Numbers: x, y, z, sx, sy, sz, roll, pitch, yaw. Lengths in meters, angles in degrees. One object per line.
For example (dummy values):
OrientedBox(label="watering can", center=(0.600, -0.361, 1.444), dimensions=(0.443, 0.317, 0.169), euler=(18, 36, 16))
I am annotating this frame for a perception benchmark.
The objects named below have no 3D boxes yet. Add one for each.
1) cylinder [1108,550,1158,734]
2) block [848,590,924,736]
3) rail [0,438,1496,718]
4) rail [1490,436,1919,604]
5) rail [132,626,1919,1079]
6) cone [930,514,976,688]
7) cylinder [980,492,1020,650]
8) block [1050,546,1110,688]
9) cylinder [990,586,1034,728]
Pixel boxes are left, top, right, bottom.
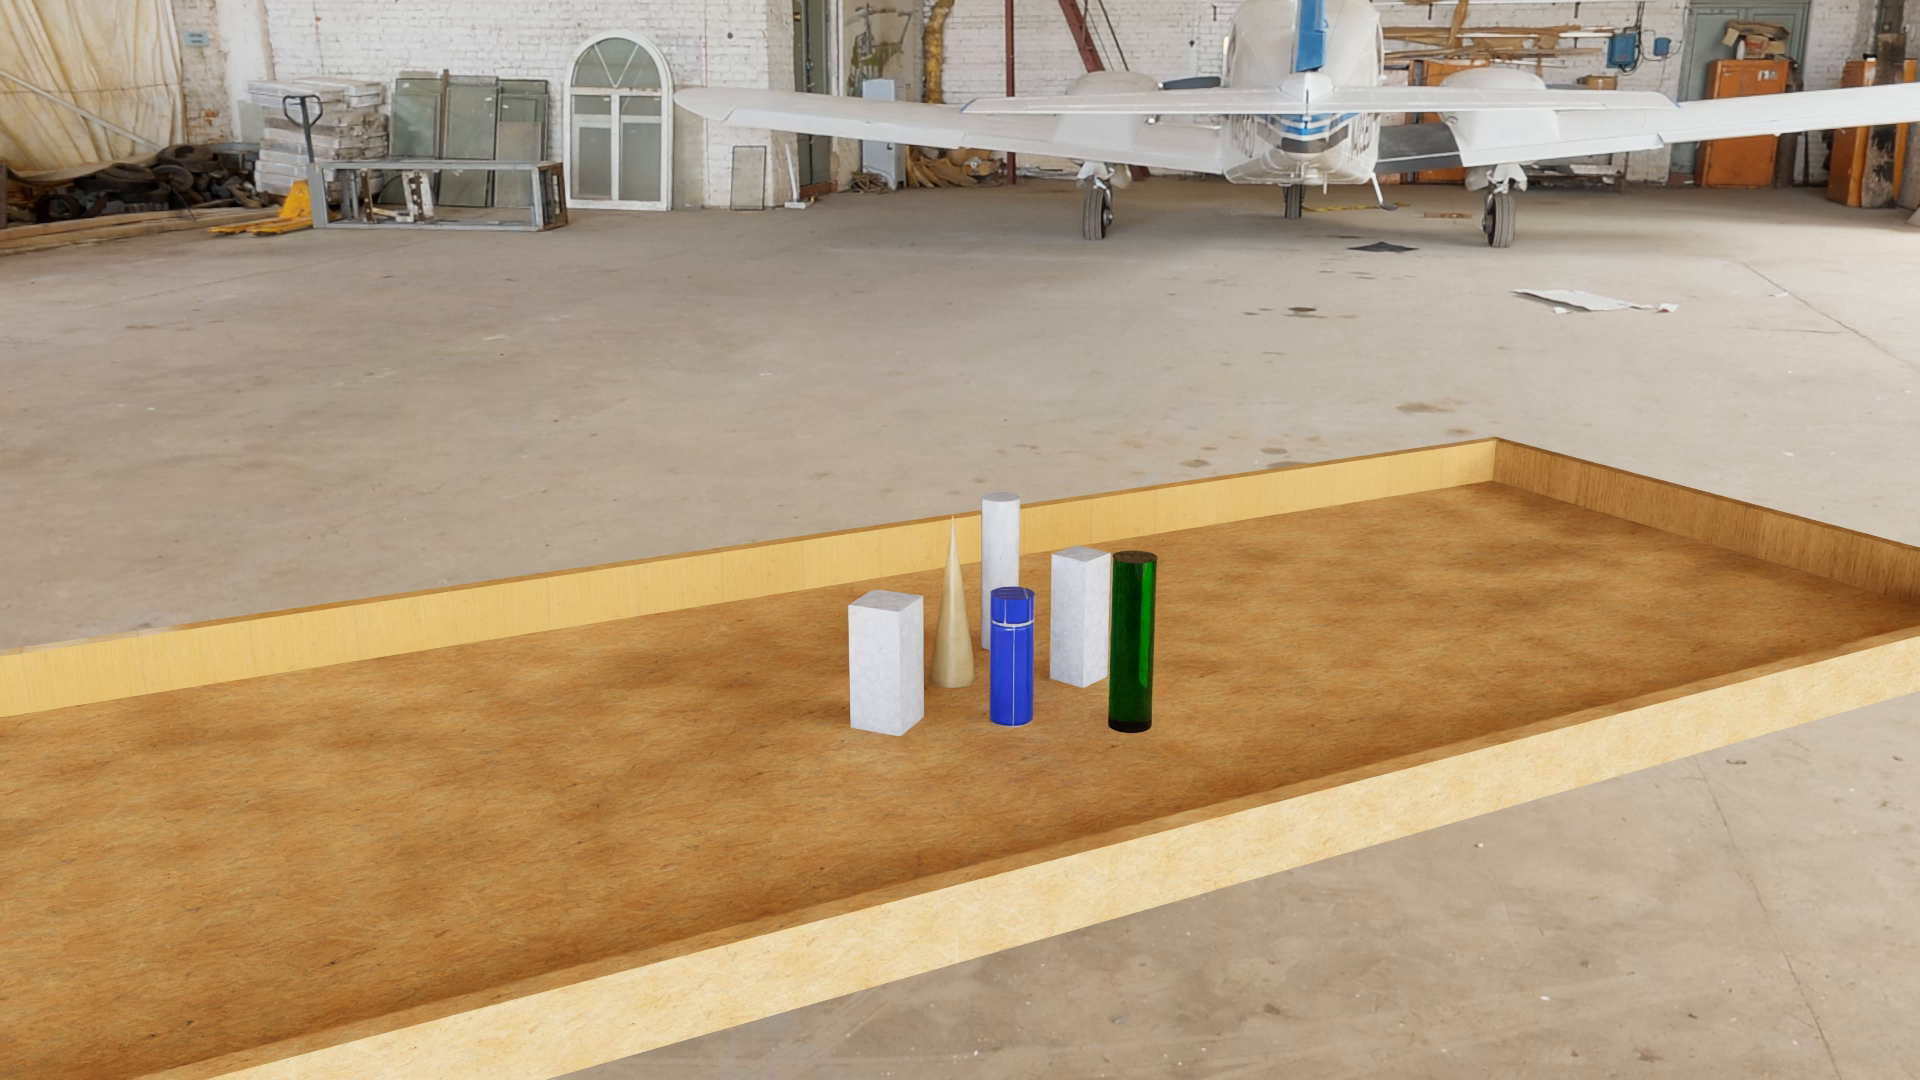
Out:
OrientedBox(label="cylinder", center=(0.399, 0.236, 3.820), dimensions=(0.103, 0.412, 0.103), euler=(0, 16, 0))
OrientedBox(label="block", center=(-0.171, 0.284, 3.850), dimensions=(0.129, 0.303, 0.129), euler=(7, 18, 23))
OrientedBox(label="rail", center=(-3.305, 0.497, 3.399), dimensions=(12.000, 0.150, 0.050), euler=(-9, 18, -27))
OrientedBox(label="rail", center=(2.466, -0.048, 5.253), dimensions=(0.050, 0.150, 2.100), euler=(-9, 18, -27))
OrientedBox(label="rail", center=(-2.336, 1.006, 1.665), dimensions=(12.000, 0.150, 0.050), euler=(-9, 18, -27))
OrientedBox(label="cone", center=(-0.017, 0.143, 4.099), dimensions=(0.118, 0.433, 0.118), euler=(0, 16, 0))
OrientedBox(label="cylinder", center=(0.106, 0.084, 4.345), dimensions=(0.101, 0.408, 0.101), euler=(0, 16, 0))
OrientedBox(label="block", center=(0.300, 0.191, 4.126), dimensions=(0.104, 0.327, 0.104), euler=(13, 21, 38))
OrientedBox(label="cylinder", center=(0.122, 0.274, 3.868), dimensions=(0.103, 0.313, 0.103), euler=(0, 16, 0))
